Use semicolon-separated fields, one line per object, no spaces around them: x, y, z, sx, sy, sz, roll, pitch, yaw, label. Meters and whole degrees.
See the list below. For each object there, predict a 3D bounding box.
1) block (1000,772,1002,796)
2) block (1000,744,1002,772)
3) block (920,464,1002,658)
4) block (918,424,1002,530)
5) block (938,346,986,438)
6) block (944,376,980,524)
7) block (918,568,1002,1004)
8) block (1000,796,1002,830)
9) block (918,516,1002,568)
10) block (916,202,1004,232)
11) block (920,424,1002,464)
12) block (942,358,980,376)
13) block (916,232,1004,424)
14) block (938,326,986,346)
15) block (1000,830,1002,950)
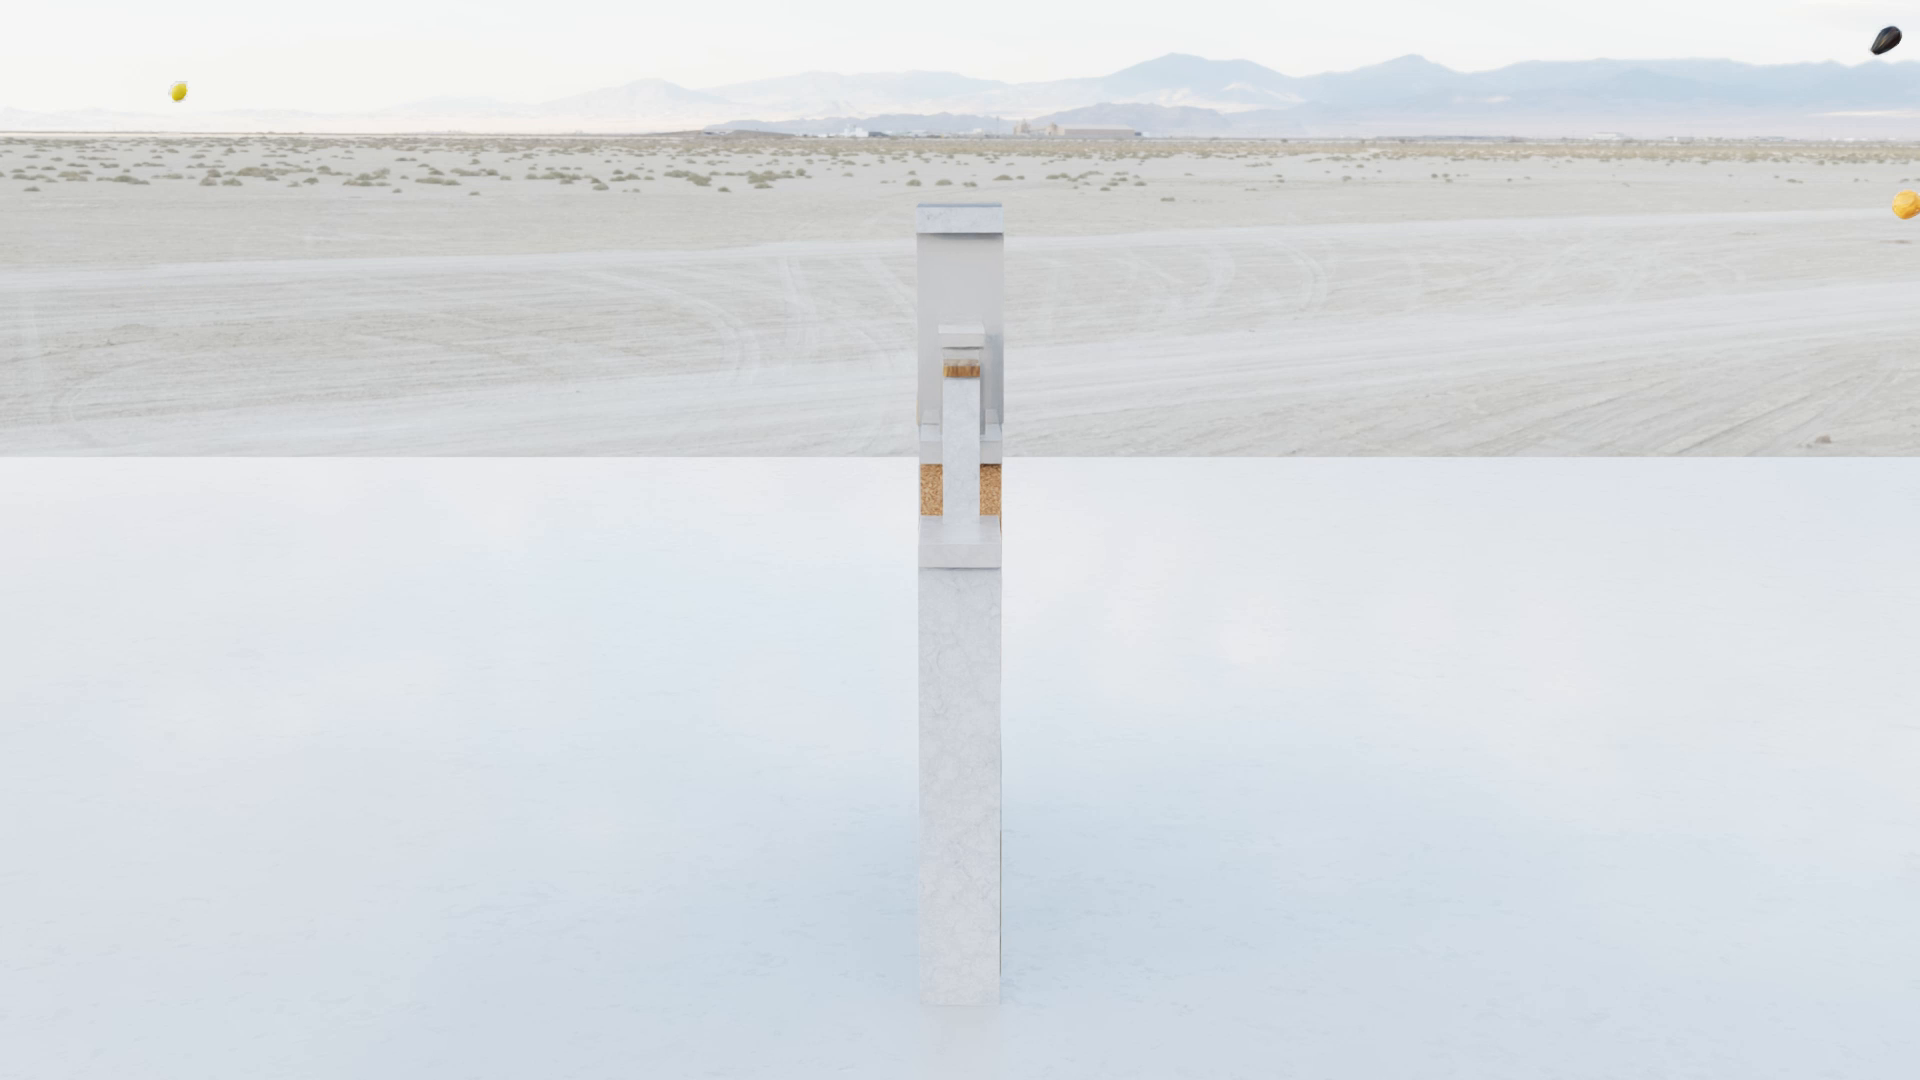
0.003;0.484;3.542;0.127;0.255;0.036;0;11;0;block
0.002;0.325;3.599;0.127;0.036;0.255;0;11;0;block
0.002;0.048;3.348;0.122;0.343;0.035;0;10;0;block
0.000;-0.060;3.586;0.135;0.271;0.038;0;10;-1;block
0.003;-0.223;3.301;0.069;0.139;0.020;0;11;-1;block
0.002;-0.131;3.198;0.053;0.217;0.015;0;11;0;block
-0.001;0.352;3.161;0.117;0.653;0.033;0;11;0;block
0.003;0.391;3.357;0.118;0.033;0.236;0;11;0;block
-0.001;0.001;3.174;0.117;0.033;0.233;0;11;0;block
0.001;-0.516;3.507;0.135;0.038;0.269;0;10;1;block
0.001;-0.153;3.395;0.122;0.035;0.244;0;11;-1;block
0.002;-0.252;3.211;0.053;0.015;0.106;0;11;-1;block
0.001;-0.333;3.449;0.135;0.300;0.038;0;11;0;block
0.002;-0.310;3.331;0.069;0.020;0.139;0;11;-1;block
0.003;0.538;3.304;0.118;0.236;0.033;0;11;0;block
